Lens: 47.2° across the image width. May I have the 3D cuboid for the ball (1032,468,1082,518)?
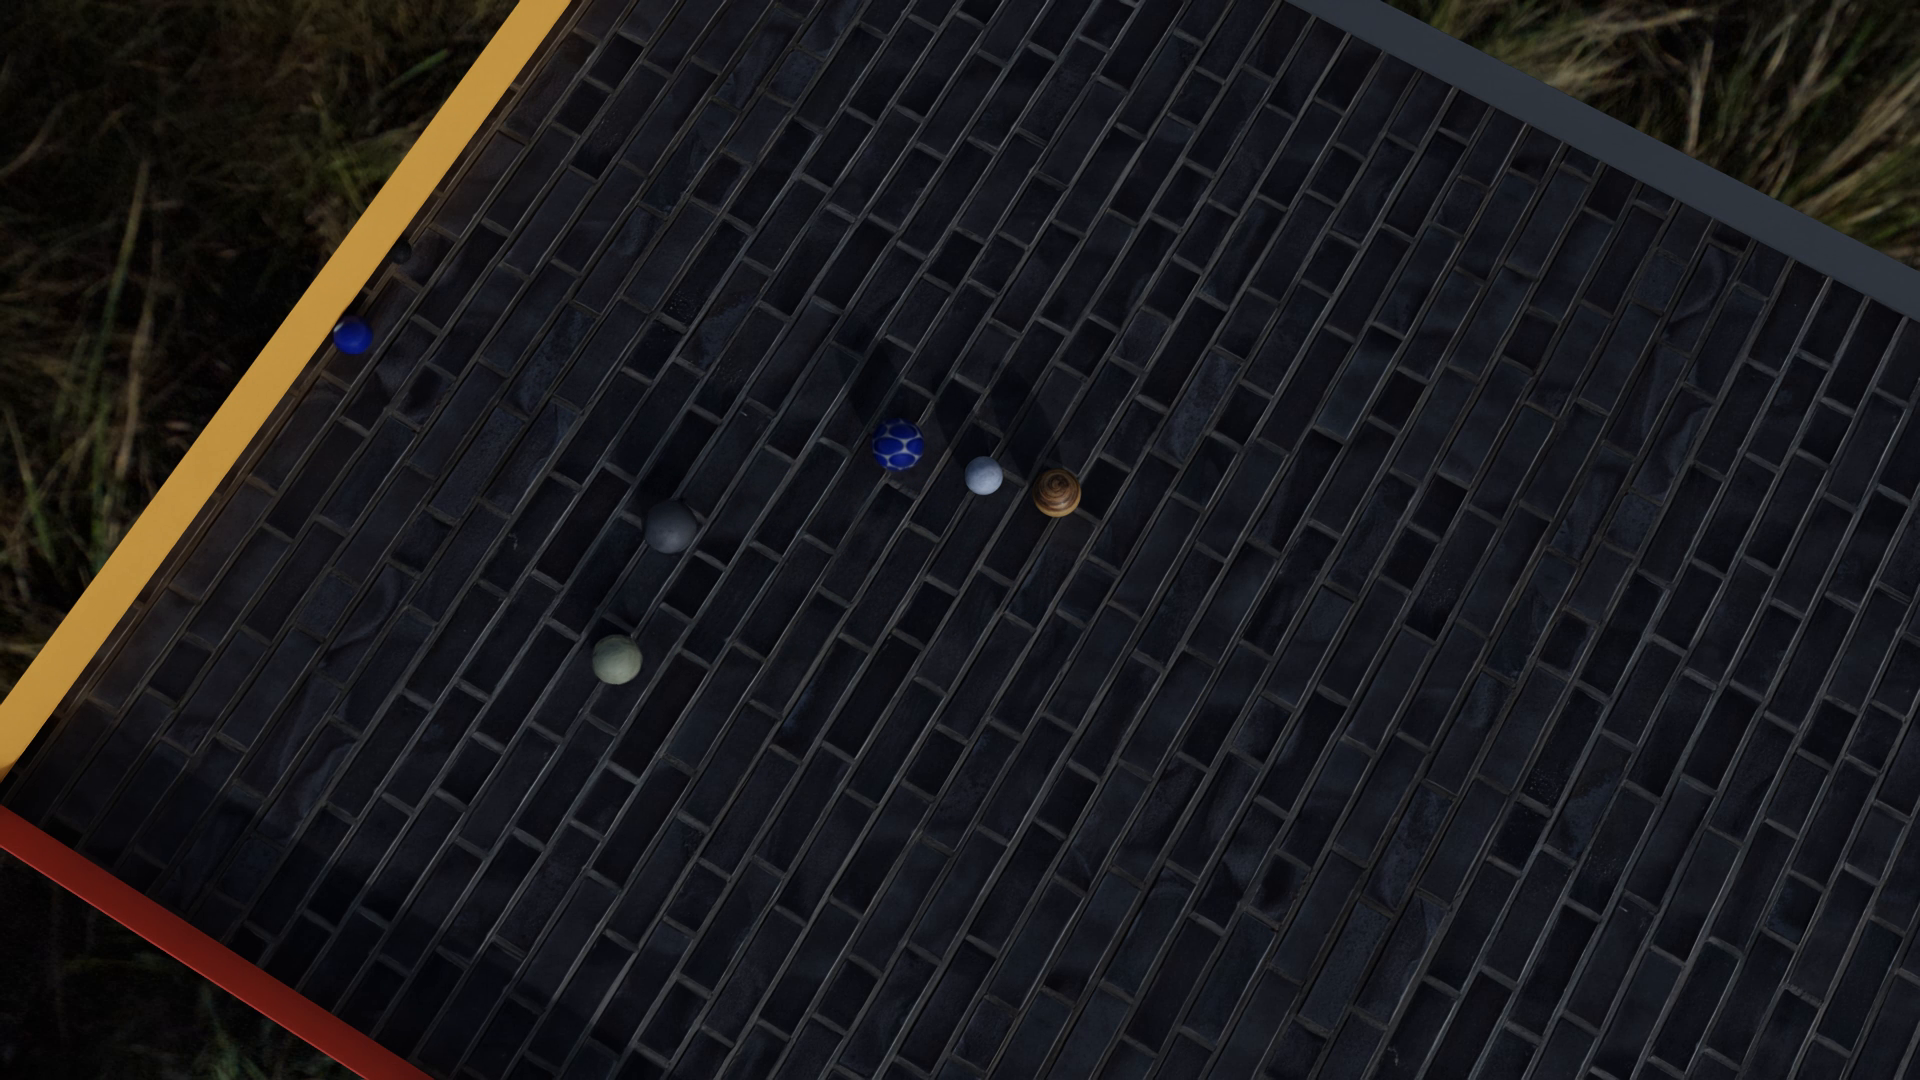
[{"bbox_3d":[0.150,-0.073,3.407,0.076,0.076,0.076,0,73,0],"label":"ball"}]

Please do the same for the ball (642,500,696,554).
[{"bbox_3d":[-0.447,-0.020,3.387,0.083,0.083,0.083,0,73,0],"label":"ball"}]

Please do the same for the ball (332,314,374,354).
[{"bbox_3d":[-0.964,-0.327,3.493,0.064,0.064,0.064,0,73,0],"label":"ball"}]

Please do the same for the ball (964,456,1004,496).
[{"bbox_3d":[0.037,-0.100,3.424,0.061,0.061,0.061,0,73,0],"label":"ball"}]

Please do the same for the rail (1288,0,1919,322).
[{"bbox_3d":[1.485,-0.388,3.487,4.300,0.109,0.045,29,75,9],"label":"rail"}]

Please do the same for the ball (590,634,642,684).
[{"bbox_3d":[-0.520,0.180,3.328,0.077,0.077,0.077,0,73,0],"label":"ball"}]

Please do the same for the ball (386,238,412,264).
[{"bbox_3d":[-0.905,-0.465,3.548,0.040,0.040,0.040,0,73,0],"label":"ball"}]

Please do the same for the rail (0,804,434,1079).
[{"bbox_3d":[0.367,1.419,2.923,4.300,0.109,0.045,29,75,9],"label":"rail"}]

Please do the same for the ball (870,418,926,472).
[{"bbox_3d":[-0.097,-0.148,3.426,0.084,0.084,0.084,0,73,0],"label":"ball"}]

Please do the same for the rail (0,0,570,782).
[{"bbox_3d":[-0.905,-0.516,3.527,0.045,0.109,2.246,29,75,9],"label":"rail"}]
